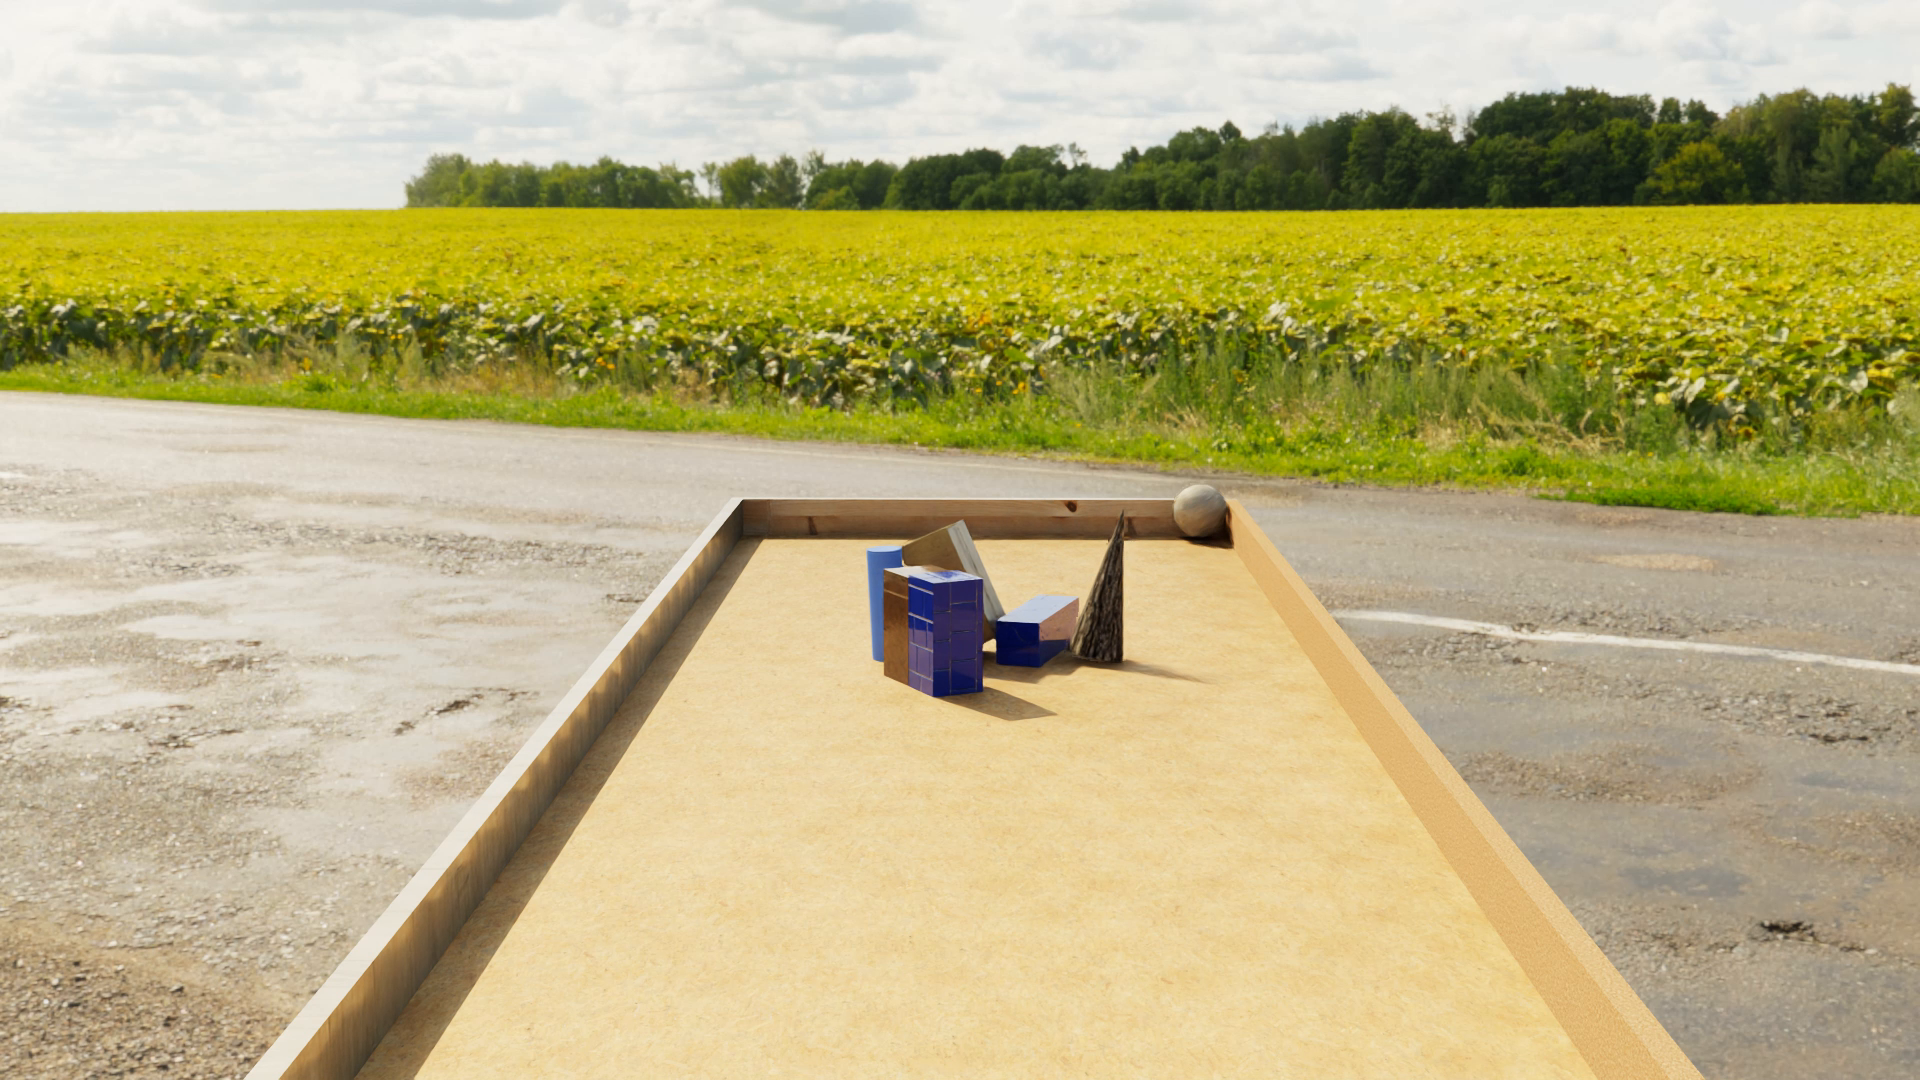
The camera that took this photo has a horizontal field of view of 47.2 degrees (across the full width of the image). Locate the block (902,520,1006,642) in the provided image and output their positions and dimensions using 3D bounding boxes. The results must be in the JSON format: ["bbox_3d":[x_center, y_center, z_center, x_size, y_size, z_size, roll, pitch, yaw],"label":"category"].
[{"bbox_3d":[-0.016,0.150,6.765,0.173,0.368,0.173,-24,1,20],"label":"block"}]

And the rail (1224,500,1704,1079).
[{"bbox_3d":[1.046,0.843,3.208,0.050,0.150,12.000,0,9,1],"label":"rail"}]

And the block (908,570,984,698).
[{"bbox_3d":[-0.041,0.266,6.283,0.158,0.328,0.158,-5,10,-27],"label":"block"}]

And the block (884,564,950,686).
[{"bbox_3d":[-0.116,0.248,6.427,0.159,0.318,0.159,-5,11,-28],"label":"block"}]

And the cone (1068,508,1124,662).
[{"bbox_3d":[0.452,0.126,6.671,0.174,0.457,0.174,10,6,-1],"label":"cone"}]

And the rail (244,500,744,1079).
[{"bbox_3d":[-1.004,0.839,3.234,0.050,0.150,12.000,0,9,1],"label":"rail"}]

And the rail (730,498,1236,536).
[{"bbox_3d":[0.099,-0.098,9.147,2.100,0.150,0.050,0,9,1],"label":"rail"}]

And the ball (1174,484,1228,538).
[{"bbox_3d":[0.983,-0.119,8.996,0.219,0.219,0.219,0,9,0],"label":"ball"}]

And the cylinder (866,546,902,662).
[{"bbox_3d":[-0.222,0.193,6.697,0.108,0.338,0.108,-3,9,0],"label":"cylinder"}]

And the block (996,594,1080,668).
[{"bbox_3d":[0.244,0.279,6.820,0.135,0.135,0.459,3,9,18],"label":"block"}]
